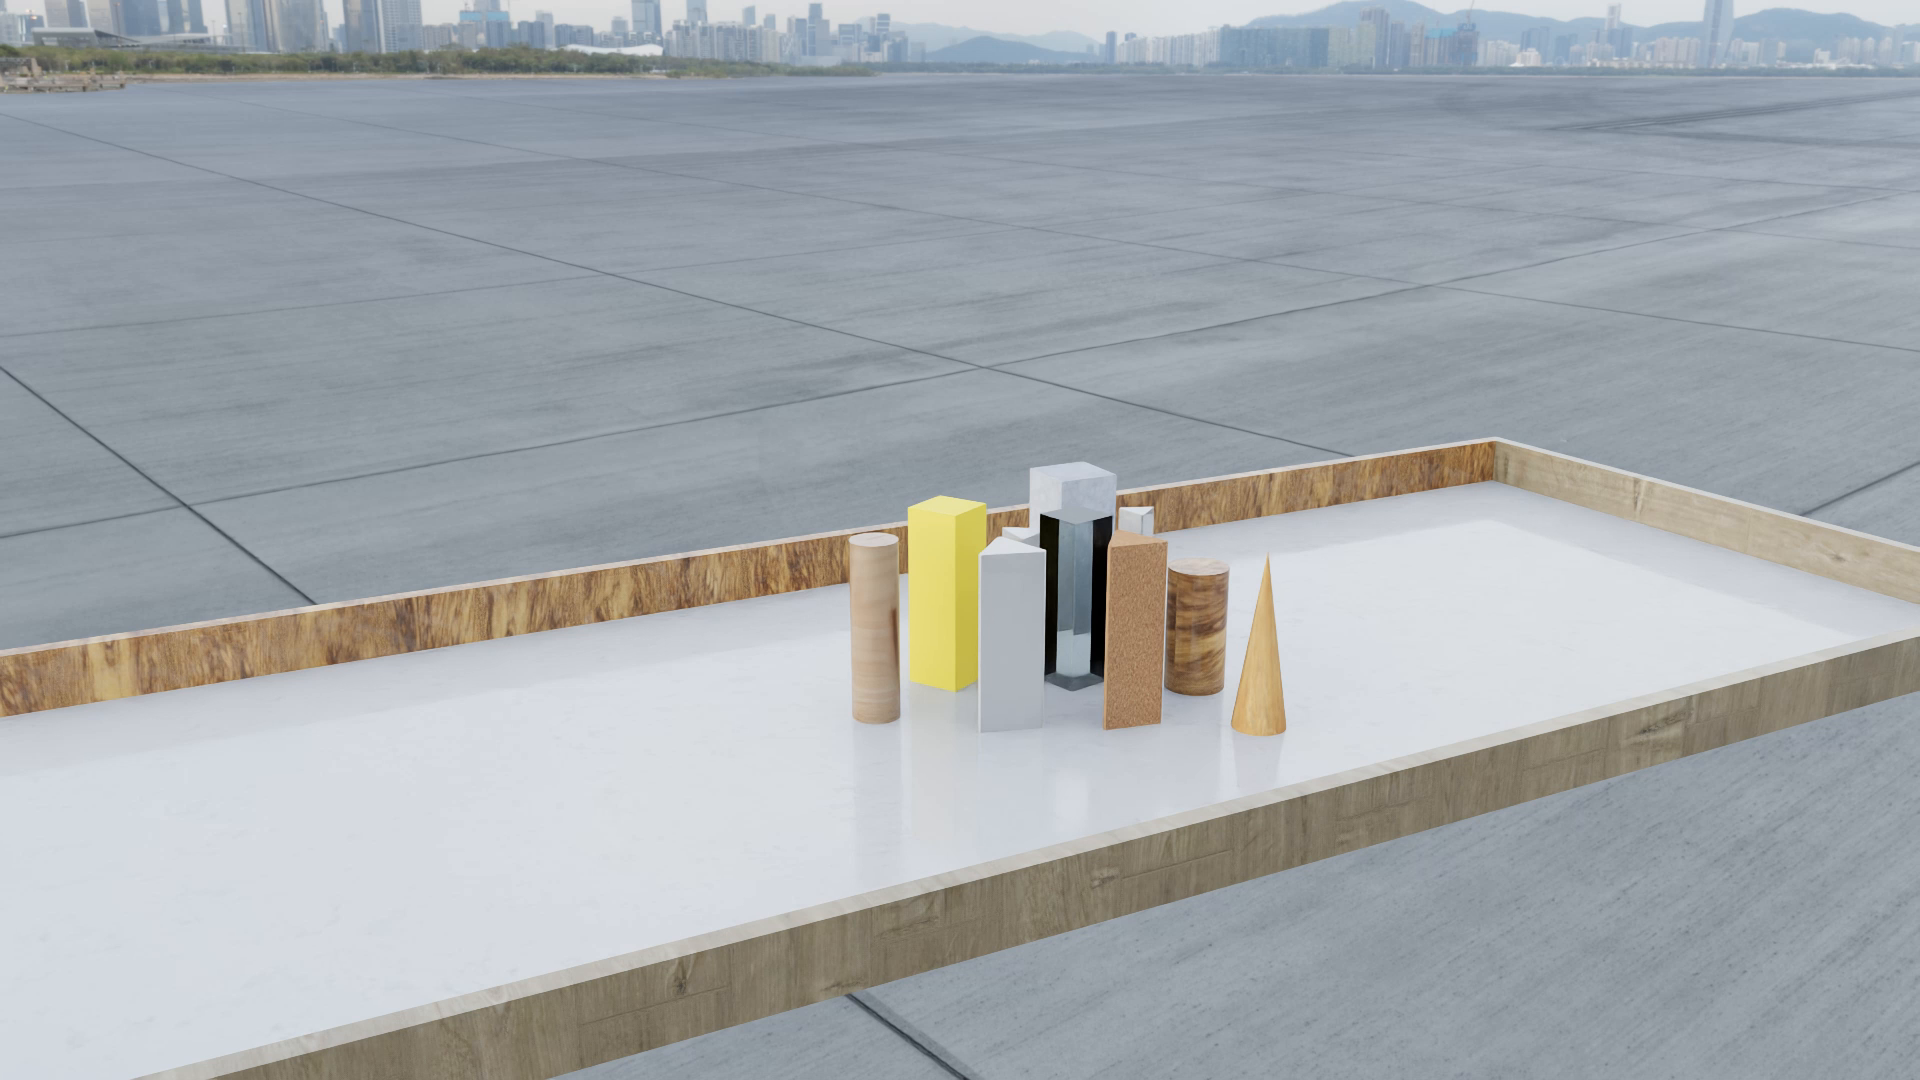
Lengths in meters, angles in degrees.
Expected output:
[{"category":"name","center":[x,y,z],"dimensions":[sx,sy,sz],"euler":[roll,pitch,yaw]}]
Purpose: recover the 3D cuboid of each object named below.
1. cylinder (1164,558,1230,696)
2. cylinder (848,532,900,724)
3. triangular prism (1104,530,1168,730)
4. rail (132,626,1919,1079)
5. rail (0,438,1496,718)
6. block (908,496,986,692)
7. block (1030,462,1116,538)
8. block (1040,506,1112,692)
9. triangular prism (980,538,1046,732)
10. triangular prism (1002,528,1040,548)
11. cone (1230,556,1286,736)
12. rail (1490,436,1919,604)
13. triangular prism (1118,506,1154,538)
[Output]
[{"category":"cylinder","center":[0.584,0.213,4.080],"dimensions":[0.151,0.311,0.151],"euler":[0,16,0]},{"category":"cylinder","center":[-0.199,0.208,3.873],"dimensions":[0.116,0.436,0.116],"euler":[0,16,0]},{"category":"triangular prism","center":[0.387,0.206,3.863],"dimensions":[0.145,0.446,0.126],"euler":[-5,17,-17]},{"category":"rail","center":[-2.336,1.006,1.665],"dimensions":[12.000,0.150,0.050],"euler":[-9,18,-27]},{"category":"rail","center":[-3.305,0.497,3.399],"dimensions":[12.000,0.150,0.050],"euler":[-9,18,-27]},{"category":"block","center":[-0.031,0.132,4.104],"dimensions":[0.138,0.452,0.138],"euler":[11,19,32]},{"category":"block","center":[0.309,0.013,4.571],"dimensions":[0.172,0.418,0.172],"euler":[-8,18,-26]},{"category":"block","center":[0.285,0.144,4.101],"dimensions":[0.126,0.430,0.126],"euler":[-13,21,-38]},{"category":"triangular prism","center":[0.106,0.217,3.850],"dimensions":[0.154,0.431,0.134],"euler":[-3,17,-11]},{"category":"triangular prism","center":[0.155,0.126,4.365],"dimensions":[0.103,0.315,0.119],"euler":[12,20,34]},{"category":"cone","center":[0.701,0.230,3.813],"dimensions":[0.129,0.428,0.129],"euler":[0,16,0]},{"category":"rail","center":[2.466,-0.048,5.253],"dimensions":[0.050,0.150,2.100],"euler":[-9,18,-27]},{"category":"triangular prism","center":[0.475,0.098,4.360],"dimensions":[0.079,0.373,0.091],"euler":[-11,20,-34]}]
